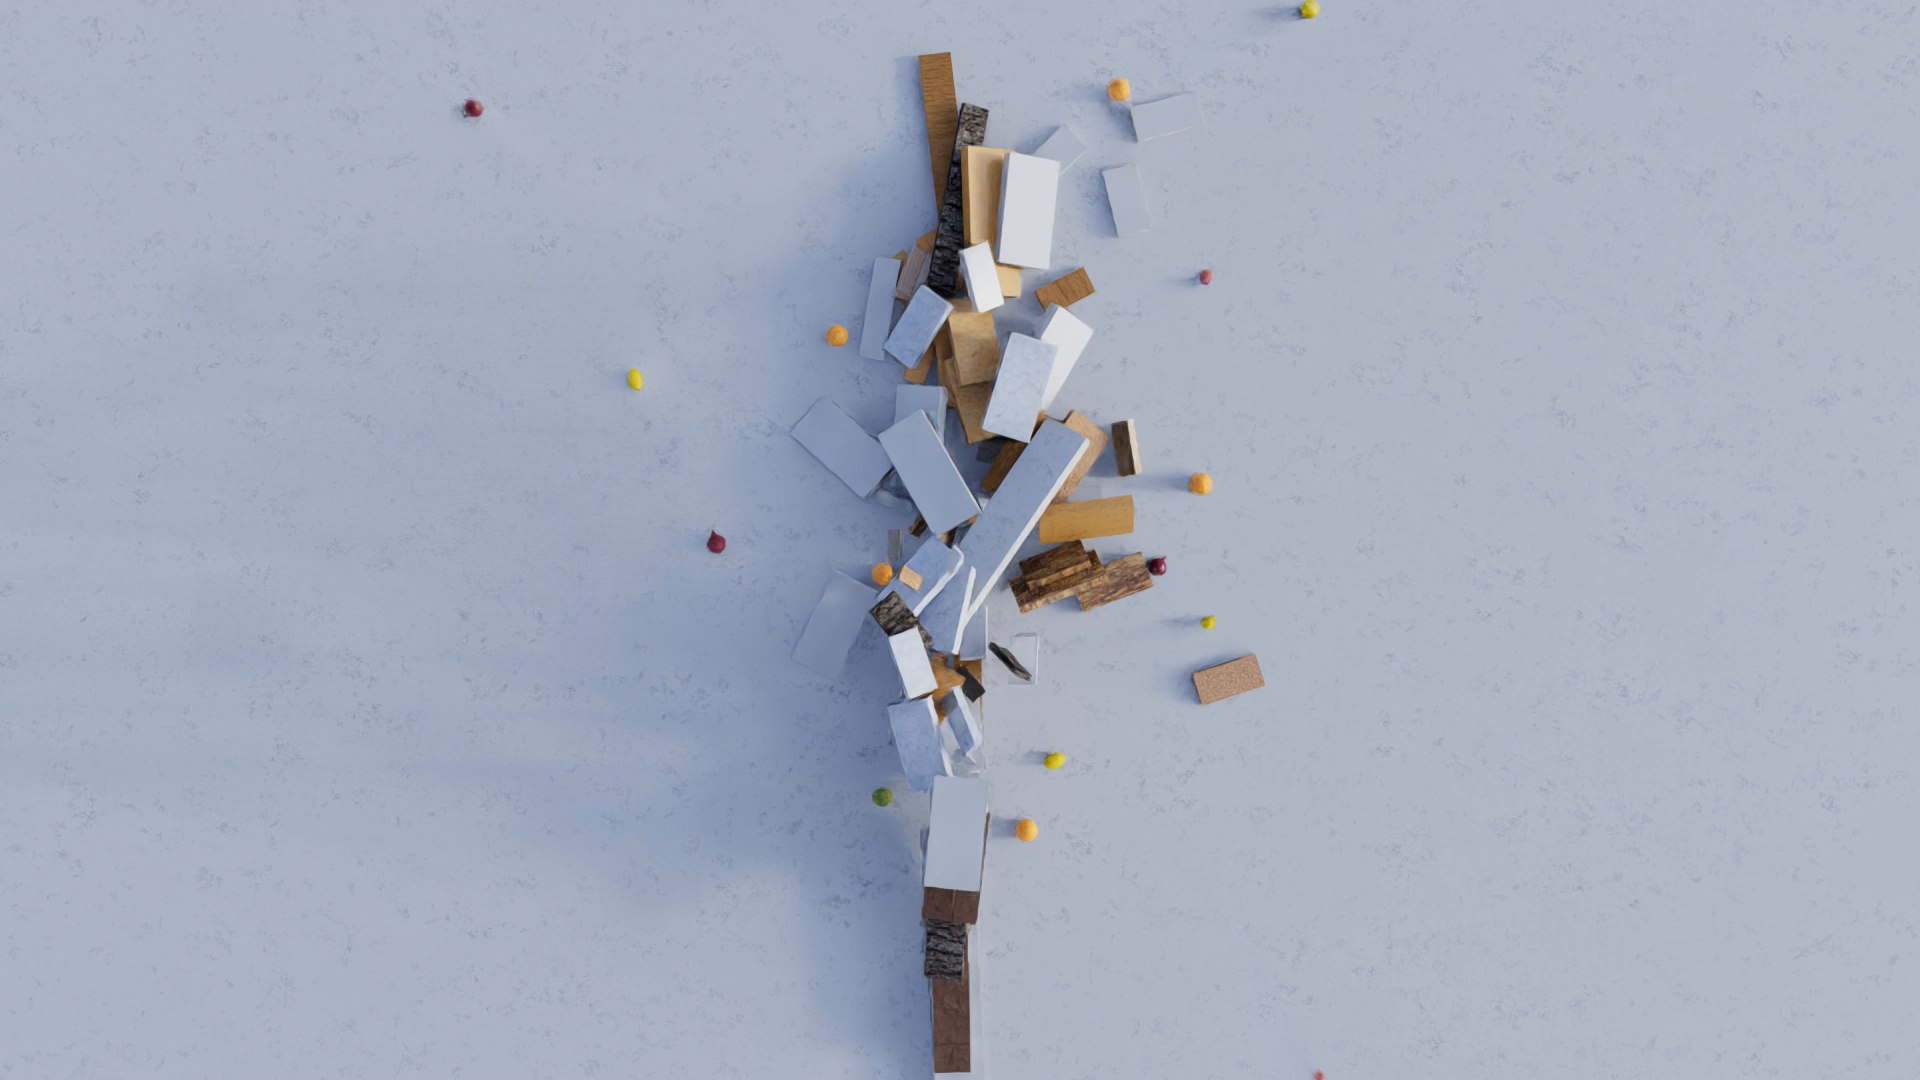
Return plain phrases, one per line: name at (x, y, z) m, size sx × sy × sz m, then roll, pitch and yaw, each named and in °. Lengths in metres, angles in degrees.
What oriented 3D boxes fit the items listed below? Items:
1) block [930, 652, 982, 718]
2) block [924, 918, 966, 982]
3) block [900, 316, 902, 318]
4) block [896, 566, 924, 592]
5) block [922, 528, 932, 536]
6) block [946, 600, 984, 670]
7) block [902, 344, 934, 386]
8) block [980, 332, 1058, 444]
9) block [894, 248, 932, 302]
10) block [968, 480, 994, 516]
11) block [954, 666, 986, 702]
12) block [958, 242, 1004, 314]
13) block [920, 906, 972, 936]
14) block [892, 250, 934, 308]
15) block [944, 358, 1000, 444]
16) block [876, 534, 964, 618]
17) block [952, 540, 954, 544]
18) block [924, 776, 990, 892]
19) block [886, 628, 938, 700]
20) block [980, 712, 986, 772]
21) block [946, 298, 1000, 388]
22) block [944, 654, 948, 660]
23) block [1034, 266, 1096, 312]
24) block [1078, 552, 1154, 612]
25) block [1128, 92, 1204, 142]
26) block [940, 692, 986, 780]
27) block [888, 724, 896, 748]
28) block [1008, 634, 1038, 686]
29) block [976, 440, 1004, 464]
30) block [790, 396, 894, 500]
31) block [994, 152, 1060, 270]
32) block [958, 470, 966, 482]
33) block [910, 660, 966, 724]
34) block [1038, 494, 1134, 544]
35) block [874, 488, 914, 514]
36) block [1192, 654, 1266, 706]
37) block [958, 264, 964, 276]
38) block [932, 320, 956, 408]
block at (-0.012, 0.420, 5.436) m, size 0.166 × 0.047 × 0.331 m, roll 0°, pitch 75°, yaw 0°
block at (-0.045, 1.262, 5.154) m, size 0.119 × 0.034 × 0.239 m, roll 7°, pitch 111°, yaw 11°
block at (-0.168, -0.668, 5.471) m, size 0.071 × 0.020 × 0.141 m, roll 4°, pitch 102°, yaw -9°
block at (-0.158, 0.121, 5.219) m, size 0.093 × 0.013 × 0.046 m, roll 34°, pitch 75°, yaw -38°
block at (-0.084, -0.087, 5.477) m, size 0.072 × 0.021 × 0.145 m, roll 15°, pitch 94°, yaw 14°
block at (0.018, 0.299, 5.369) m, size 0.122 × 0.034 × 0.243 m, roll 0°, pitch 86°, yaw -2°
block at (-0.132, -0.590, 5.472) m, size 0.071 × 0.020 × 0.141 m, roll 20°, pitch 94°, yaw -24°
block at (0.189, -0.493, 5.326) m, size 0.163 × 0.046 × 0.327 m, roll 16°, pitch 94°, yaw -14°
block at (-0.149, -0.869, 5.429) m, size 0.085 × 0.024 × 0.170 m, roll 21°, pitch 91°, yaw 1°
block at (0.102, -0.099, 5.454) m, size 0.105 × 0.030 × 0.210 m, roll -18°, pitch 90°, yaw -42°
block at (0.024, 0.462, 5.308) m, size 0.057 × 0.016 × 0.114 m, roll -42°, pitch 89°, yaw -3°
block at (0.068, -0.850, 5.339) m, size 0.105 × 0.030 × 0.210 m, roll -26°, pitch 110°, yaw -31°
block at (-0.024, 1.076, 5.214) m, size 0.159 × 0.045 × 0.319 m, roll 8°, pitch 96°, yaw 4°
block at (-0.169, -0.848, 5.485) m, size 0.106 × 0.030 × 0.212 m, roll -36°, pitch 90°, yaw 0°
block at (0.055, -0.470, 5.416) m, size 0.143 × 0.041 × 0.286 m, roll -17°, pitch 90°, yaw -8°
block at (-0.129, 0.132, 5.281) m, size 0.284 × 0.040 × 0.142 m, roll -49°, pitch 54°, yaw 2°
block at (-0.020, 0.117, 5.444) m, size 0.122 × 0.034 × 0.243 m, roll -6°, pitch 72°, yaw -2°
block at (-0.009, 0.901, 5.066) m, size 0.168 × 0.048 × 0.337 m, roll 5°, pitch 78°, yaw 4°
block at (-0.148, 0.380, 5.079) m, size 0.100 × 0.028 × 0.200 m, roll -19°, pitch 91°, yaw -22°
block at (-0.005, 0.620, 5.446) m, size 0.166 × 0.047 × 0.331 m, roll -2°, pitch 80°, yaw -1°
block at (0.046, -0.648, 5.386) m, size 0.143 × 0.041 × 0.286 m, roll -10°, pitch 81°, yaw -7°
block at (-0.005, 0.264, 5.434) m, size 0.122 × 0.034 × 0.243 m, roll -6°, pitch 73°, yaw -2°
block at (0.349, -0.826, 5.487) m, size 0.181 × 0.026 × 0.090 m, roll -27°, pitch 90°, yaw 0°
block at (0.506, 0.139, 5.483) m, size 0.247 × 0.035 × 0.123 m, roll -20°, pitch 90°, yaw 0°
block at (0.685, -1.406, 5.484) m, size 0.222 × 0.031 × 0.111 m, roll -15°, pitch 90°, yaw 0°
block at (-0.010, 0.666, 5.358) m, size 0.166 × 0.047 × 0.331 m, roll -5°, pitch 96°, yaw 0°
block at (-0.156, 0.619, 5.344) m, size 0.153 × 0.022 × 0.077 m, roll -17°, pitch 90°, yaw 26°
block at (0.201, 0.385, 5.327) m, size 0.087 × 0.025 × 0.174 m, roll 0°, pitch 111°, yaw -5°
block at (0.131, -0.284, 5.490) m, size 0.145 × 0.021 × 0.072 m, roll 12°, pitch 90°, yaw 0°
block at (-0.380, -0.304, 5.446) m, size 0.335 × 0.047 × 0.167 m, roll 42°, pitch 92°, yaw 10°
block at (0.218, -1.076, 5.415) m, size 0.178 × 0.050 × 0.356 m, roll 5°, pitch 92°, yaw -22°
block at (-0.017, -0.163, 5.490) m, size 0.072 × 0.021 × 0.145 m, roll 0°, pitch 90°, yaw 0°
block at (-0.091, 0.514, 5.254) m, size 0.119 × 0.034 × 0.238 m, roll 30°, pitch 81°, yaw -9°
block at (0.414, -0.066, 5.424) m, size 0.311 × 0.156 × 0.044 m, roll -7°, pitch 55°, yaw 0°
block at (-0.218, -0.130, 5.467) m, size 0.125 × 0.063 × 0.018 m, roll 21°, pitch 56°, yaw -2°
block at (0.892, 0.464, 5.485) m, size 0.219 × 0.031 × 0.109 m, roll -18°, pitch 90°, yaw 0°
block at (0.041, -0.865, 5.354) m, size 0.098 × 0.014 × 0.049 m, roll 37°, pitch 64°, yaw -31°
block at (-0.005, -0.587, 5.454) m, size 0.143 × 0.041 × 0.286 m, roll -10°, pitch 90°, yaw -8°
